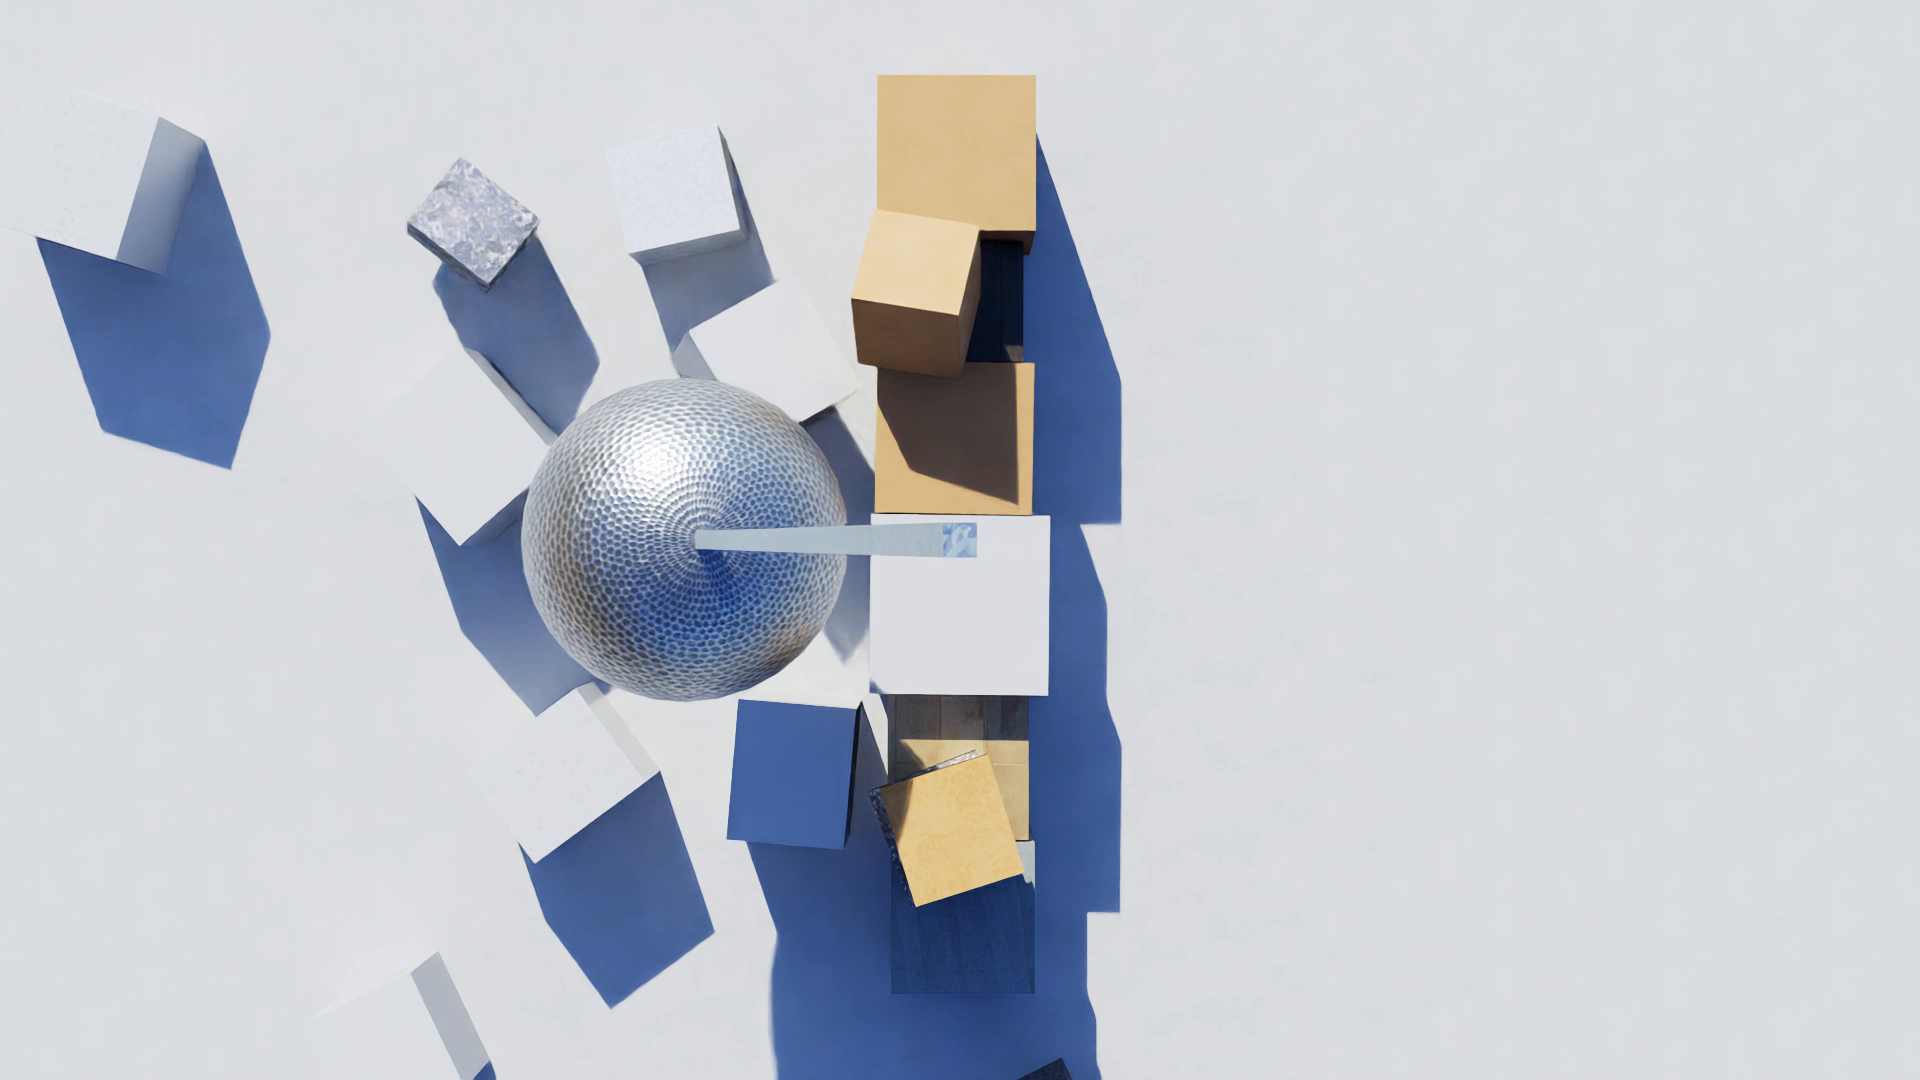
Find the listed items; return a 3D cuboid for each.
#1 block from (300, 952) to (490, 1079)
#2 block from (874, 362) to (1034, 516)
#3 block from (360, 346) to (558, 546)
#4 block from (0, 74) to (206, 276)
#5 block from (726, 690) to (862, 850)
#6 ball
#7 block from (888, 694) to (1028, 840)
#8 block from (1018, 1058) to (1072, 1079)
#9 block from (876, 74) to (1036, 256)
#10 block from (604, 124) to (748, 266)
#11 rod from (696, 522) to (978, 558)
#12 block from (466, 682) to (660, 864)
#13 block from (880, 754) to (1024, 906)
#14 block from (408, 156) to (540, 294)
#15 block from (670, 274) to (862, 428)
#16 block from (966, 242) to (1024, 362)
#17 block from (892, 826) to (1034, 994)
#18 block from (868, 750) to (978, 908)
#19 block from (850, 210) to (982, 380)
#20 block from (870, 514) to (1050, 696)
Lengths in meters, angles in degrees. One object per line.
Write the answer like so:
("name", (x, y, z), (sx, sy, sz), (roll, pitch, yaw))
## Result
("block", (-3.238, 2.896, 12.665), (0.681, 0.669, 0.714), (-26, 90, 0))
("block", (-0.030, -0.563, 12.554), (0.865, 0.892, 0.837), (1, 90, 0))
("block", (-2.788, -0.528, 12.624), (0.734, 0.753, 0.846), (-41, 90, 0))
("block", (-4.964, -2.077, 12.622), (0.798, 0.755, 0.840), (17, 90, 0))
("block", (-0.943, 1.308, 12.639), (0.660, 0.723, 0.788), (5, 90, 0))
("ball", (-1.349, 0.000, 10.837), (1.600, 1.600, 1.600), (0, 90, 0))
("block", (-0.011, 1.266, 12.646), (0.788, 0.708, 0.822), (0, 90, 0))
("block", (0.495, 3.416, 12.755), (0.505, 0.490, 0.545), (-26, 90, 0))
("block", (-0.019, -2.106, 12.478), (0.863, 1.045, 0.844), (0, 90, 0))
("block", (-1.631, -1.991, 12.728), (0.653, 0.543, 0.614), (-12, 90, 0))
("rod", (-0.584, 0.000, 7.524), (0.080, 5.200, 0.080), (0, 90, -13))
("block", (-2.278, 1.327, 12.686), (0.771, 0.628, 0.658), (-36, 90, 0))
("block", (-0.041, 1.503, 11.465), (0.582, 0.503, 0.625), (-17, 85, -1))
("block", (-2.800, -1.804, 12.657), (0.561, 0.523, 0.477), (38, 81, -11))
("block", (-1.115, -0.962, 12.576), (0.703, 0.649, 0.746), (-31, 91, -18))
("block", (0.021, -1.339, 12.672), (0.669, 0.655, 0.672), (0, 90, 0))
("block", (0.017, 2.108, 12.623), (0.799, 0.753, 0.841), (0, 90, 0))
("block", (-0.087, 1.561, 11.985), (0.620, 0.543, 0.653), (-21, 85, -2))
("block", (-0.228, -1.324, 11.910), (0.577, 0.650, 0.579), (10, 63, 6))
("block", (-0.002, 0.356, 12.557), (0.986, 0.886, 0.989), (1, 90, 0))
